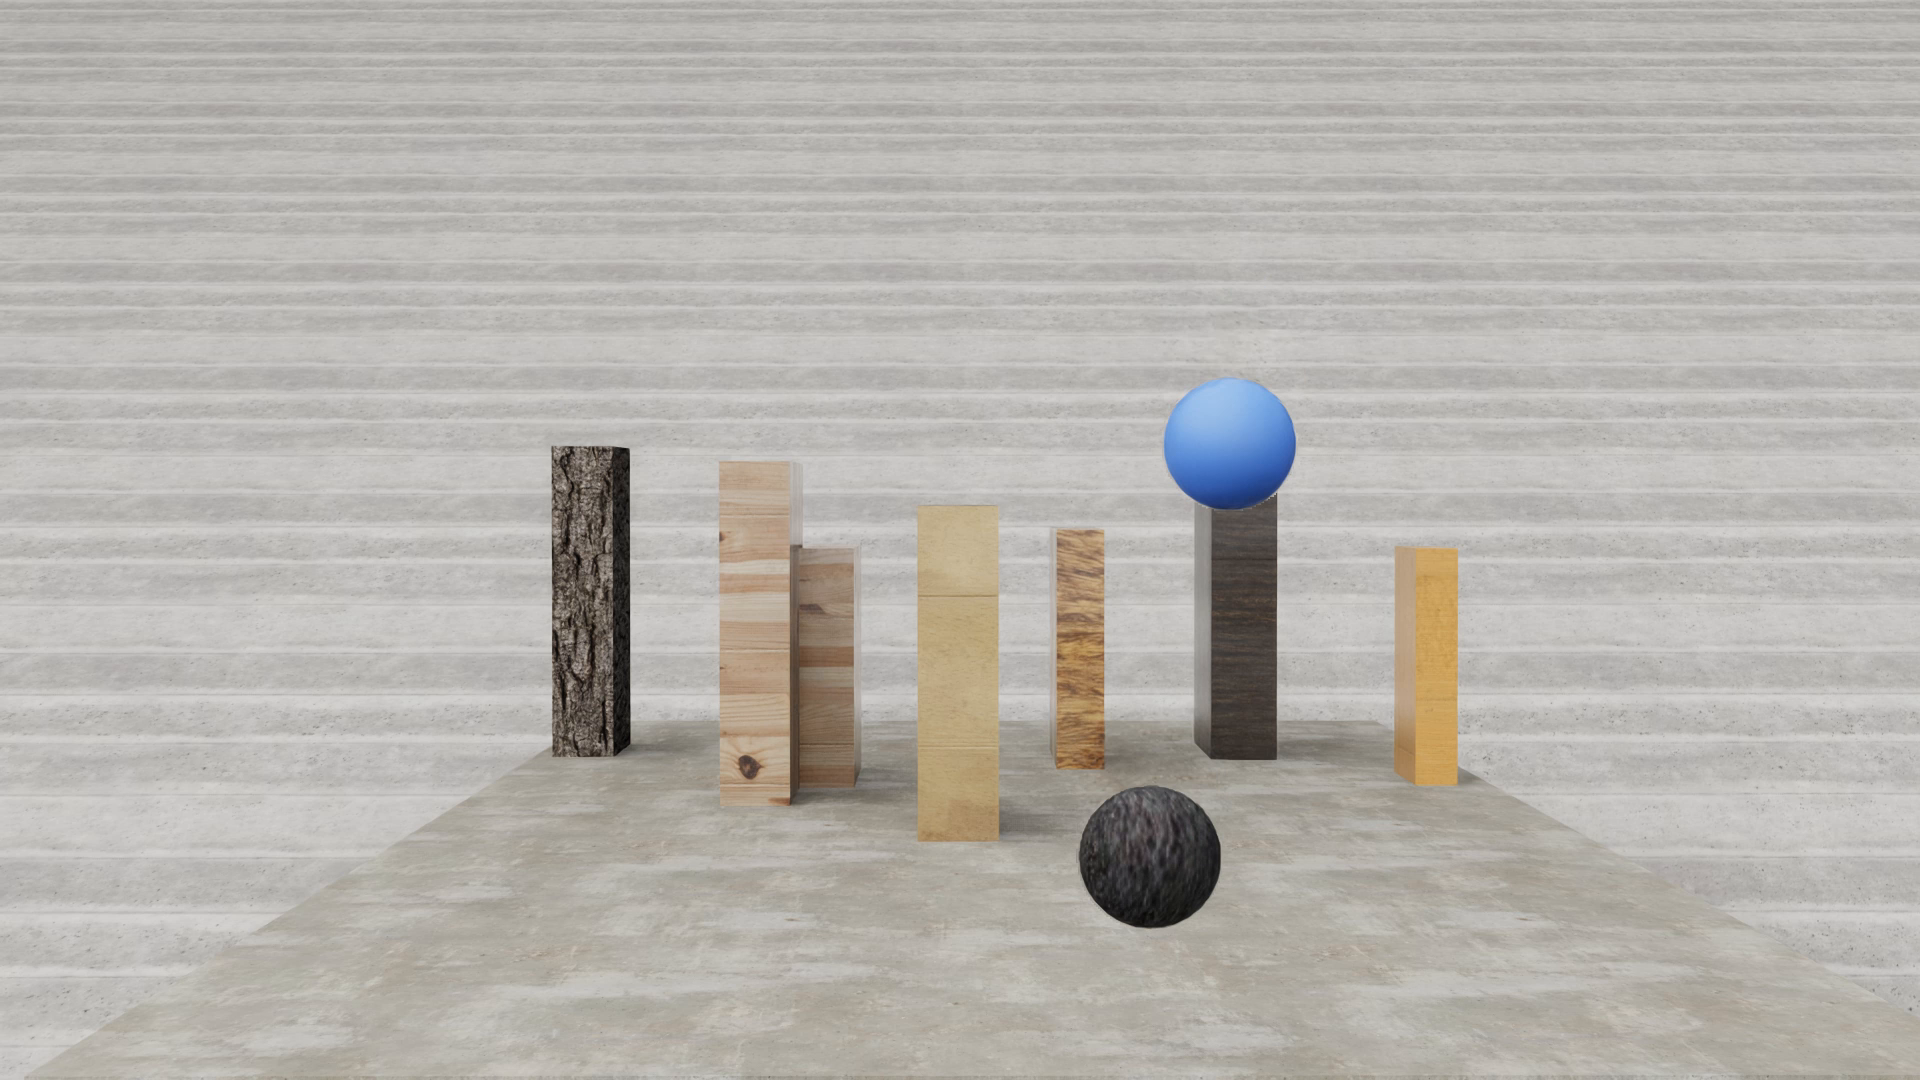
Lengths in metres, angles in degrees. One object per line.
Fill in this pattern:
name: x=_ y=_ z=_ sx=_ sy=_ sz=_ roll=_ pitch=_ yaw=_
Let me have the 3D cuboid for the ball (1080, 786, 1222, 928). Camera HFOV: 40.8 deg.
ball: x=0.201 y=0.334 z=2.725 sx=0.150 sy=0.150 sz=0.150 roll=0 pitch=27 yaw=0

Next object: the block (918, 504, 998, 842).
block: x=-0.003 y=0.220 z=4.528 sx=0.135 sy=0.560 sz=0.441 roll=0 pitch=1 yaw=0

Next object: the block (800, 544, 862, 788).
block: x=-0.265 y=0.249 z=5.278 sx=0.112 sy=0.473 sz=0.380 roll=0 pitch=1 yaw=0

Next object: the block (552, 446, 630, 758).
block: x=-0.831 y=0.133 z=5.833 sx=0.135 sy=0.685 sz=0.302 roll=0 pitch=1 yaw=0

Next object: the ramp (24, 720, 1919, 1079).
ramp: x=0.061 y=0.549 z=4.585 sx=2.000 sy=0.100 sz=4.000 roll=0 pitch=1 yaw=0

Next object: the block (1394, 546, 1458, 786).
block: x=0.947 y=0.250 z=5.256 sx=0.084 sy=0.471 sz=0.248 roll=0 pitch=1 yaw=0

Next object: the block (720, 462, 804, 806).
block: x=-0.382 y=0.170 z=5.007 sx=0.131 sy=0.641 sz=0.418 roll=0 pitch=1 yaw=0

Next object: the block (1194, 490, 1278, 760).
block: x=0.618 y=0.147 z=5.819 sx=0.143 sy=0.657 sz=0.406 roll=0 pitch=1 yaw=0

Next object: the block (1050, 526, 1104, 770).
block: x=0.253 y=0.226 z=5.642 sx=0.100 sy=0.504 sz=0.427 roll=0 pitch=1 yaw=0

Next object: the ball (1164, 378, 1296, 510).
ball: x=0.239 y=-0.085 z=2.291 sx=0.117 sy=0.117 sz=0.117 roll=0 pitch=27 yaw=0
